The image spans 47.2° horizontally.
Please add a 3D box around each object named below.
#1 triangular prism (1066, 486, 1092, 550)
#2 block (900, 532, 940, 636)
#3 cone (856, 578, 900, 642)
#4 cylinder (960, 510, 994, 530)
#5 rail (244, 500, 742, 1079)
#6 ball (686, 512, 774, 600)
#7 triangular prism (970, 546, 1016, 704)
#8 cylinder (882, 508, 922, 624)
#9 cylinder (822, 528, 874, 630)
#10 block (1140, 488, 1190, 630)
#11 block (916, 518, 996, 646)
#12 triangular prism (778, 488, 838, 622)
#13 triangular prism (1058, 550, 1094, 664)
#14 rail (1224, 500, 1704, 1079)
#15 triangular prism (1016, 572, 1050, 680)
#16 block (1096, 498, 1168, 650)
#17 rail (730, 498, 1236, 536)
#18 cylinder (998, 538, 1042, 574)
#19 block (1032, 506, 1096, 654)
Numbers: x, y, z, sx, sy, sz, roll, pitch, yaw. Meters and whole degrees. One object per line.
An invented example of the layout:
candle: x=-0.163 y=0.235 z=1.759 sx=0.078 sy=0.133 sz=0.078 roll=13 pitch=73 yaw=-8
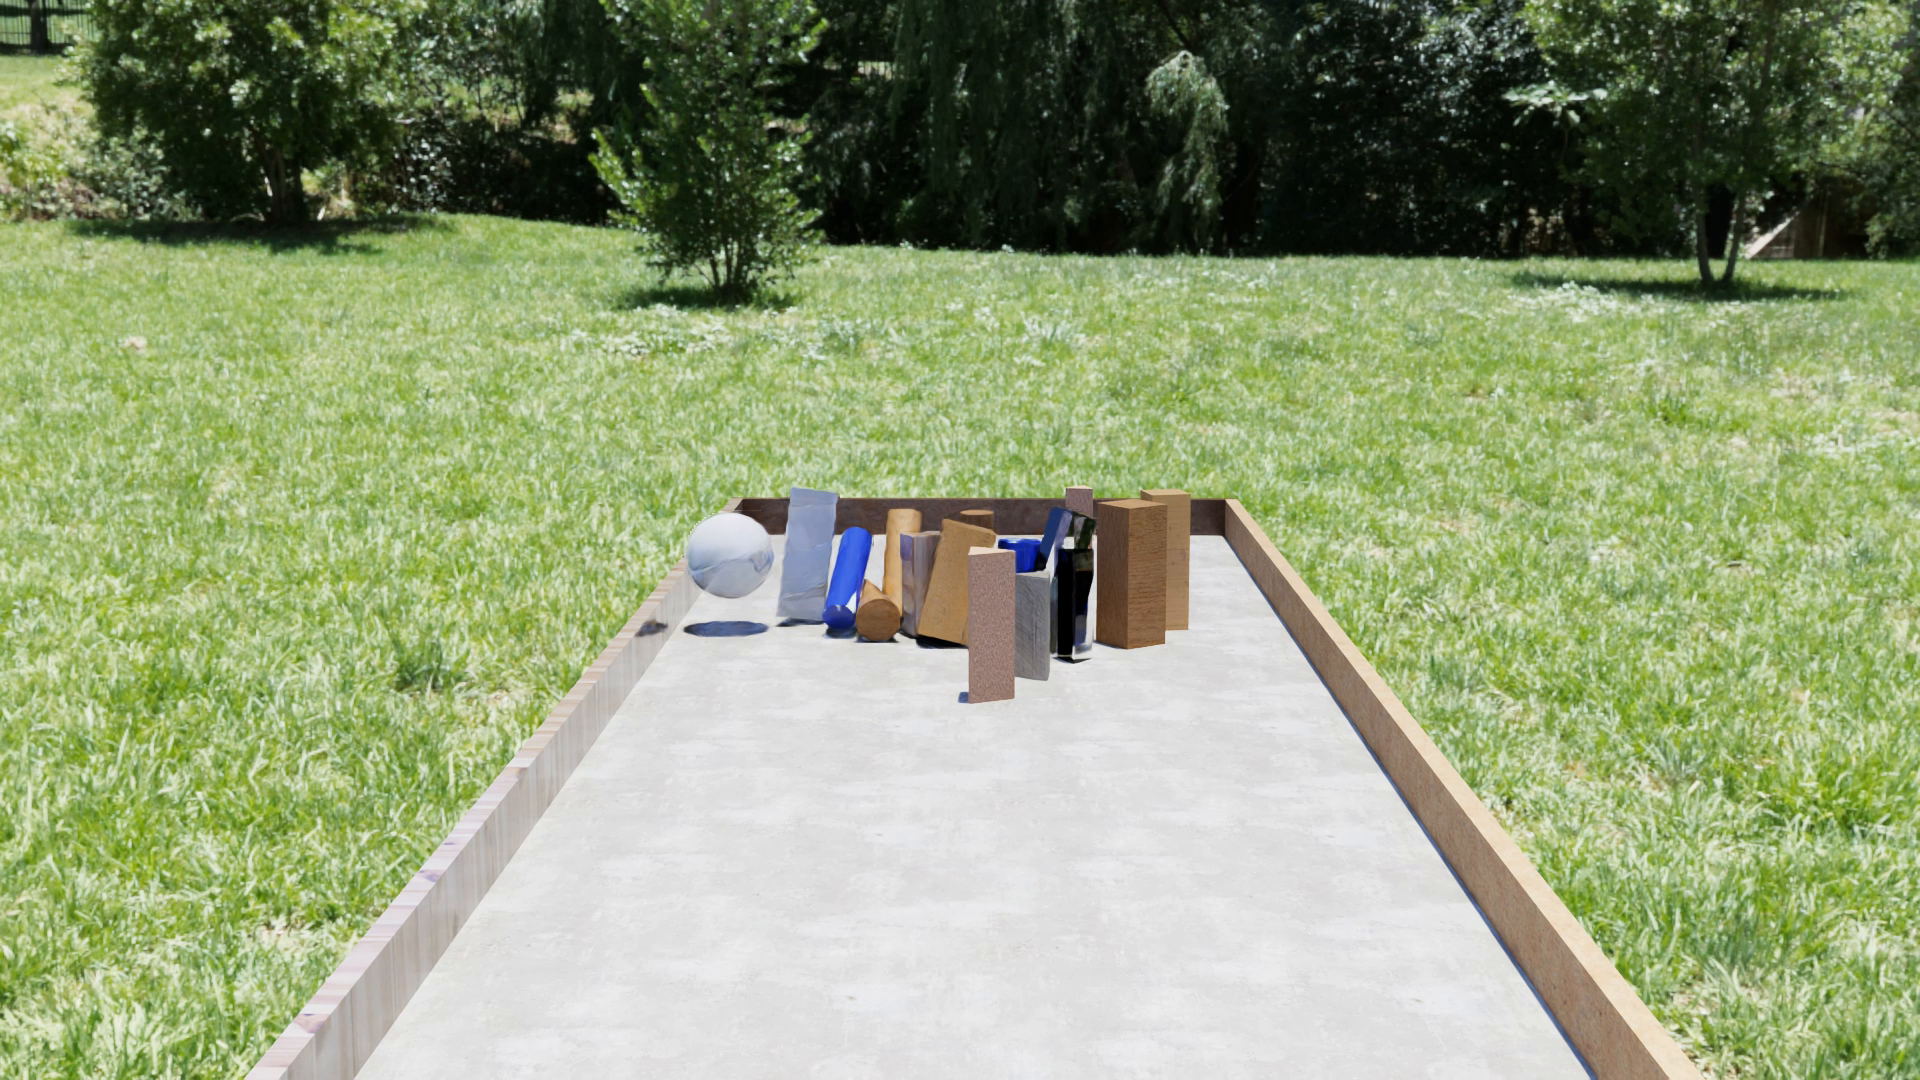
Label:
triangular prism: x=0.397 y=0.052 z=7.220 sx=0.089 sy=0.457 sz=0.077 roll=2 pitch=9 yaw=14
block: x=-0.111 y=0.140 z=7.079 sx=0.124 sy=0.321 sz=0.124 roll=-3 pitch=7 yaw=-19
cone: x=-0.287 y=0.188 z=7.149 sx=0.144 sy=0.144 sz=0.424 roll=-1 pitch=18 yaw=-8
cylinder: x=0.055 y=0.099 z=7.169 sx=0.110 sy=0.381 sz=0.110 roll=0 pitch=9 yaw=0
rail: x=-1.004 y=0.839 z=3.234 sx=0.050 sy=0.150 sz=12.000 roll=0 pitch=9 yaw=1
ball: x=-0.745 y=0.052 z=7.134 sx=0.283 sy=0.283 sz=0.283 roll=0 pitch=9 yaw=0
triangular prism: x=0.063 y=0.235 z=6.183 sx=0.143 sy=0.421 sz=0.124 roll=-5 pitch=10 yaw=-27
cylinder: x=-0.194 y=0.086 z=7.252 sx=0.113 sy=0.364 sz=0.113 roll=3 pitch=-13 yaw=1
cylinder: x=-0.365 y=0.123 z=7.183 sx=0.106 sy=0.106 sz=0.393 roll=1 pitch=40 yaw=7
block: x=0.667 y=0.064 z=7.176 sx=0.130 sy=0.447 sz=0.130 roll=-2 pitch=9 yaw=-13
block: x=-0.012 y=0.131 z=6.923 sx=0.167 sy=0.357 sz=0.167 roll=14 pitch=5 yaw=-4
triangular prism: x=-0.519 y=0.048 z=7.304 sx=0.156 sy=0.426 sz=0.135 roll=7 pitch=-3 yaw=-15
triangular prism: x=0.338 y=0.198 z=6.685 sx=0.091 sy=0.337 sz=0.106 roll=6 pitch=11 yaw=35
rail: x=1.046 y=0.843 z=3.208 sx=0.050 sy=0.150 sz=12.000 roll=0 pitch=9 yaw=1
triangular prism: x=0.234 y=0.249 z=6.465 sx=0.120 sy=0.305 sz=0.104 roll=6 pitch=11 yaw=35
block: x=0.540 y=0.106 z=6.923 sx=0.156 sy=0.444 sz=0.156 roll=-6 pitch=11 yaw=-35
rail: x=0.099 y=-0.098 z=9.147 sx=2.100 sy=0.150 sz=0.050 roll=0 pitch=9 yaw=1
cylinder: x=0.203 y=0.161 z=6.943 sx=0.179 sy=0.315 sz=0.179 roll=3 pitch=5 yaw=0
block: x=0.289 y=0.124 z=6.802 sx=0.102 sy=0.435 sz=0.102 roll=20 pitch=-4 yaw=-39
